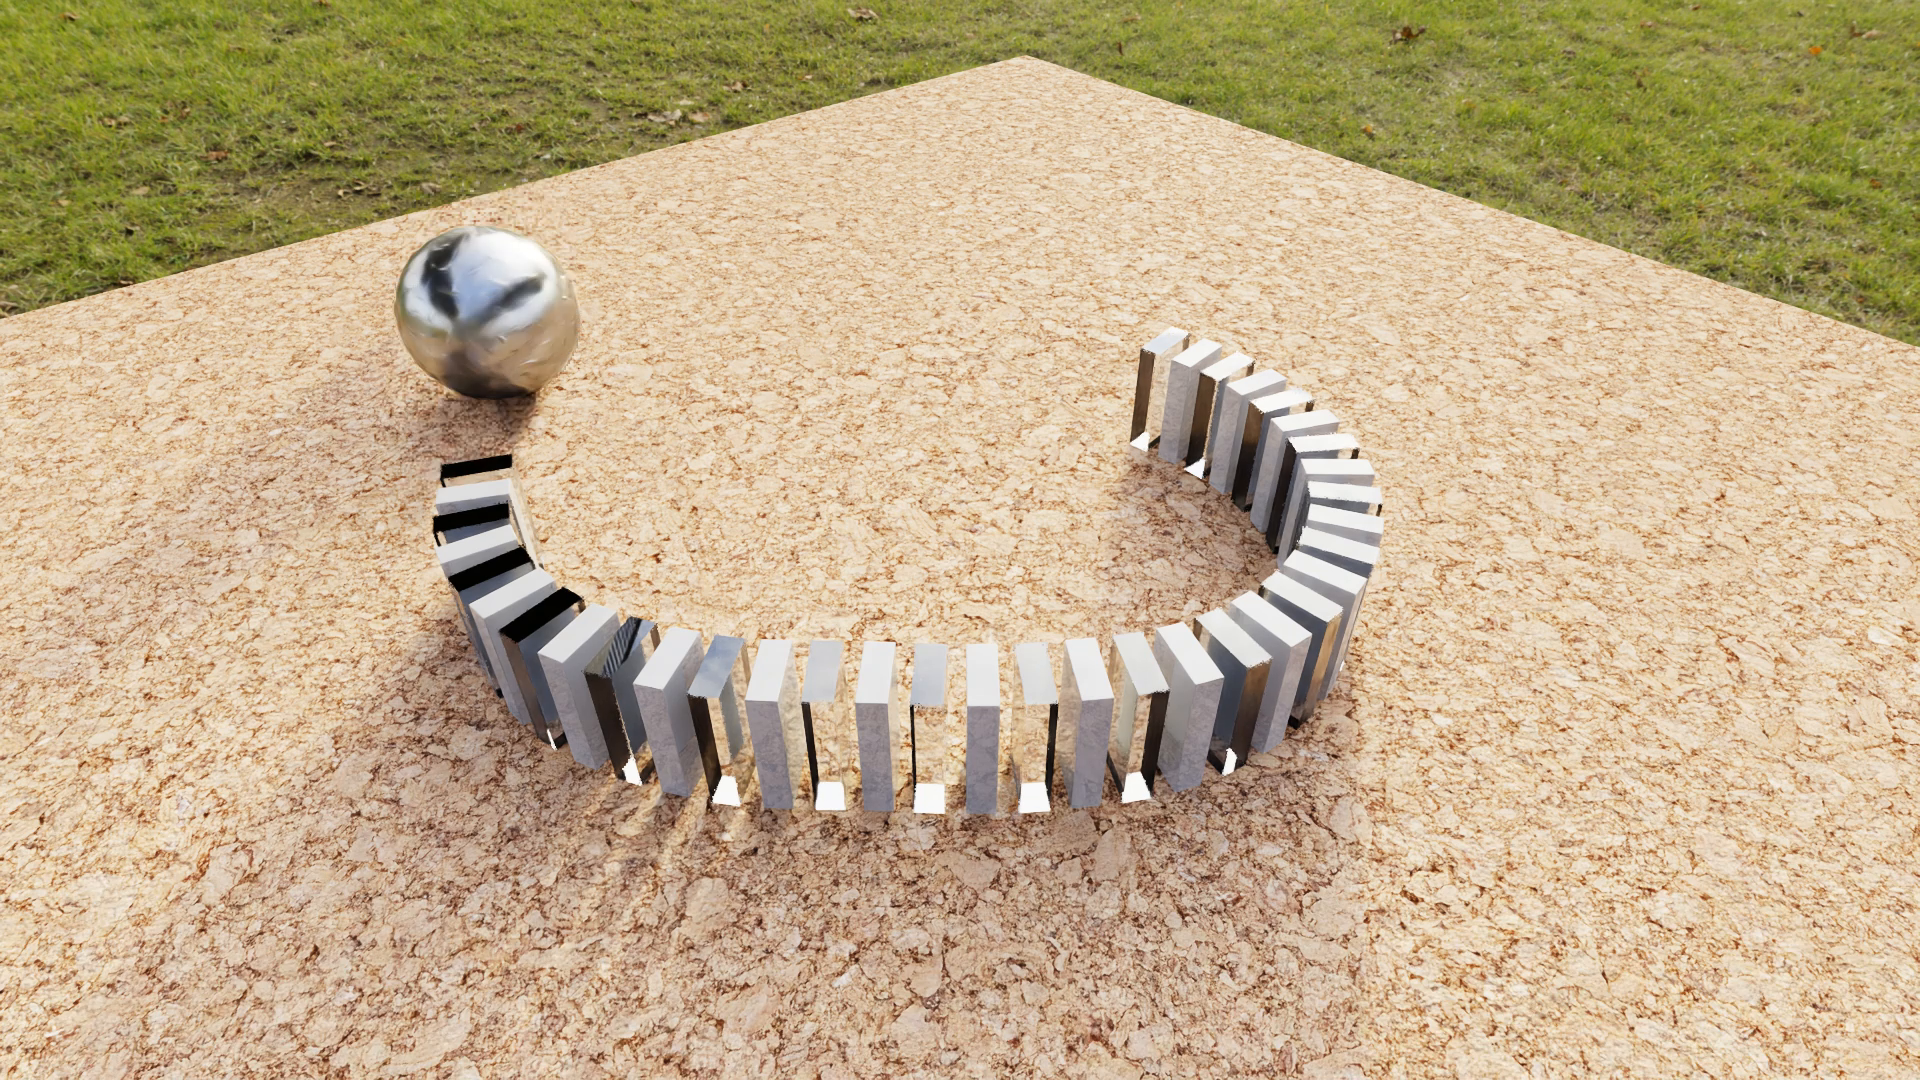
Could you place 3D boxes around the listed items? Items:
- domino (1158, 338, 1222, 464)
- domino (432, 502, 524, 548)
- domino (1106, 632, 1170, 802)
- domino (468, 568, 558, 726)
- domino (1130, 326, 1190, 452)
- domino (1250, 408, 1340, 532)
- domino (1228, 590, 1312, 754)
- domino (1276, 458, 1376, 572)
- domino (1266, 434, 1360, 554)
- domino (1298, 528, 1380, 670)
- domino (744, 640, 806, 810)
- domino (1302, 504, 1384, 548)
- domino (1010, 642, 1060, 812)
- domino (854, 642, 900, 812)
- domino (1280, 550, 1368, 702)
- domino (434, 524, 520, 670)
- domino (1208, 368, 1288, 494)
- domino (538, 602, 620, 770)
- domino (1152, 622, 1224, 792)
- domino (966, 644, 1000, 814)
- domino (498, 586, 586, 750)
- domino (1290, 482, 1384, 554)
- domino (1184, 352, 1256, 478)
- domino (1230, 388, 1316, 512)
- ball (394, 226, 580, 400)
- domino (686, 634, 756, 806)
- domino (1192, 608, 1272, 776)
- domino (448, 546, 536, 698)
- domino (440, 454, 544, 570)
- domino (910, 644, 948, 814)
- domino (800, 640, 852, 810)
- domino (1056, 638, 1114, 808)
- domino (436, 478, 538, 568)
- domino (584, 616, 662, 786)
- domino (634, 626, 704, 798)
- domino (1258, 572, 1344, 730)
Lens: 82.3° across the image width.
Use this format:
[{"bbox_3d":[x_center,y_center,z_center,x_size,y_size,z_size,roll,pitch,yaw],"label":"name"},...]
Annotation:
[{"bbox_3d":[0.101,-0.061,0.486,0.009,0.050,0.025,30,48,32],"label":"domino"},{"bbox_3d":[-0.170,0.012,0.397,0.025,0.050,0.009,-13,41,-15],"label":"domino"},{"bbox_3d":[0.054,0.056,0.343,0.010,0.050,0.025,-7,40,-9],"label":"domino"},{"bbox_3d":[-0.143,0.036,0.367,0.009,0.050,0.025,31,48,32],"label":"domino"},{"bbox_3d":[0.090,-0.067,0.494,0.010,0.050,0.025,29,47,30],"label":"domino"},{"bbox_3d":[0.135,-0.027,0.445,0.025,0.050,0.009,-11,41,-13],"label":"domino"},{"bbox_3d":[0.097,0.044,0.358,0.010,0.050,0.025,-25,45,-27],"label":"domino"},{"bbox_3d":[0.139,-0.008,0.421,0.025,0.050,0.009,1,39,1],"label":"domino"},{"bbox_3d":[0.138,-0.018,0.433,0.025,0.050,0.009,-5,40,-6],"label":"domino"},{"bbox_3d":[0.128,0.021,0.386,0.025,0.050,0.010,18,43,21],"label":"domino"},{"bbox_3d":[-0.057,0.058,0.341,0.009,0.050,0.025,2,39,2],"label":"domino"},{"bbox_3d":[0.134,0.012,0.397,0.025,0.050,0.010,12,41,14],"label":"domino"},{"bbox_3d":[0.022,0.058,0.340,0.009,0.050,0.025,-3,39,-4],"label":"domino"},{"bbox_3d":[-0.025,0.058,0.340,0.009,0.050,0.025,2,39,2],"label":"domino"},{"bbox_3d":[0.119,0.030,0.375,0.025,0.050,0.009,25,46,27],"label":"domino"},{"bbox_3d":[-0.163,0.021,0.386,0.025,0.050,0.009,-21,44,-24],"label":"domino"},{"bbox_3d":[0.122,-0.046,0.467,0.025,0.050,0.010,-21,44,-24],"label":"domino"},{"bbox_3d":[-0.117,0.048,0.353,0.009,0.050,0.025,17,42,20],"label":"domino"},{"bbox_3d":[0.069,0.053,0.347,0.010,0.050,0.025,-12,41,-15],"label":"domino"},{"bbox_3d":[0.007,0.059,0.340,0.009,0.050,0.025,0,39,0],"label":"domino"},{"bbox_3d":[-0.131,0.042,0.360,0.009,0.050,0.025,24,45,26],"label":"domino"},{"bbox_3d":[0.138,0.002,0.409,0.025,0.050,0.009,6,40,7],"label":"domino"},{"bbox_3d":[0.113,-0.054,0.477,0.025,0.050,0.009,-29,48,-31],"label":"domino"},{"bbox_3d":[0.129,-0.037,0.456,0.025,0.050,0.009,-16,42,-19],"label":"domino"},{"bbox_3d":[-0.221,-0.106,0.518,0.080,0.080,0.080,0,39,0],"label":"ball"},{"bbox_3d":[-0.072,0.057,0.342,0.009,0.050,0.025,6,40,7],"label":"domino"},{"bbox_3d":[0.083,0.049,0.352,0.010,0.050,0.025,-19,43,-22],"label":"domino"},{"bbox_3d":[-0.154,0.029,0.376,0.025,0.050,0.009,-27,47,-29],"label":"domino"},{"bbox_3d":[-0.178,-0.008,0.421,0.025,0.050,0.010,-11,41,-13],"label":"domino"},{"bbox_3d":[-0.009,0.059,0.340,0.009,0.050,0.025,2,39,2],"label":"domino"},{"bbox_3d":[-0.041,0.058,0.341,0.010,0.050,0.025,1,39,1],"label":"domino"},{"bbox_3d":[0.038,0.057,0.341,0.010,0.050,0.025,-5,40,-6],"label":"domino"},{"bbox_3d":[-0.174,0.002,0.409,0.025,0.050,0.010,-9,40,-11],"label":"domino"},{"bbox_3d":[-0.103,0.051,0.349,0.009,0.050,0.025,13,41,15],"label":"domino"},{"bbox_3d":[-0.088,0.054,0.345,0.010,0.050,0.025,10,40,12],"label":"domino"},{"bbox_3d":[0.109,0.037,0.366,0.009,0.050,0.025,-31,49,-32],"label":"domino"}]
